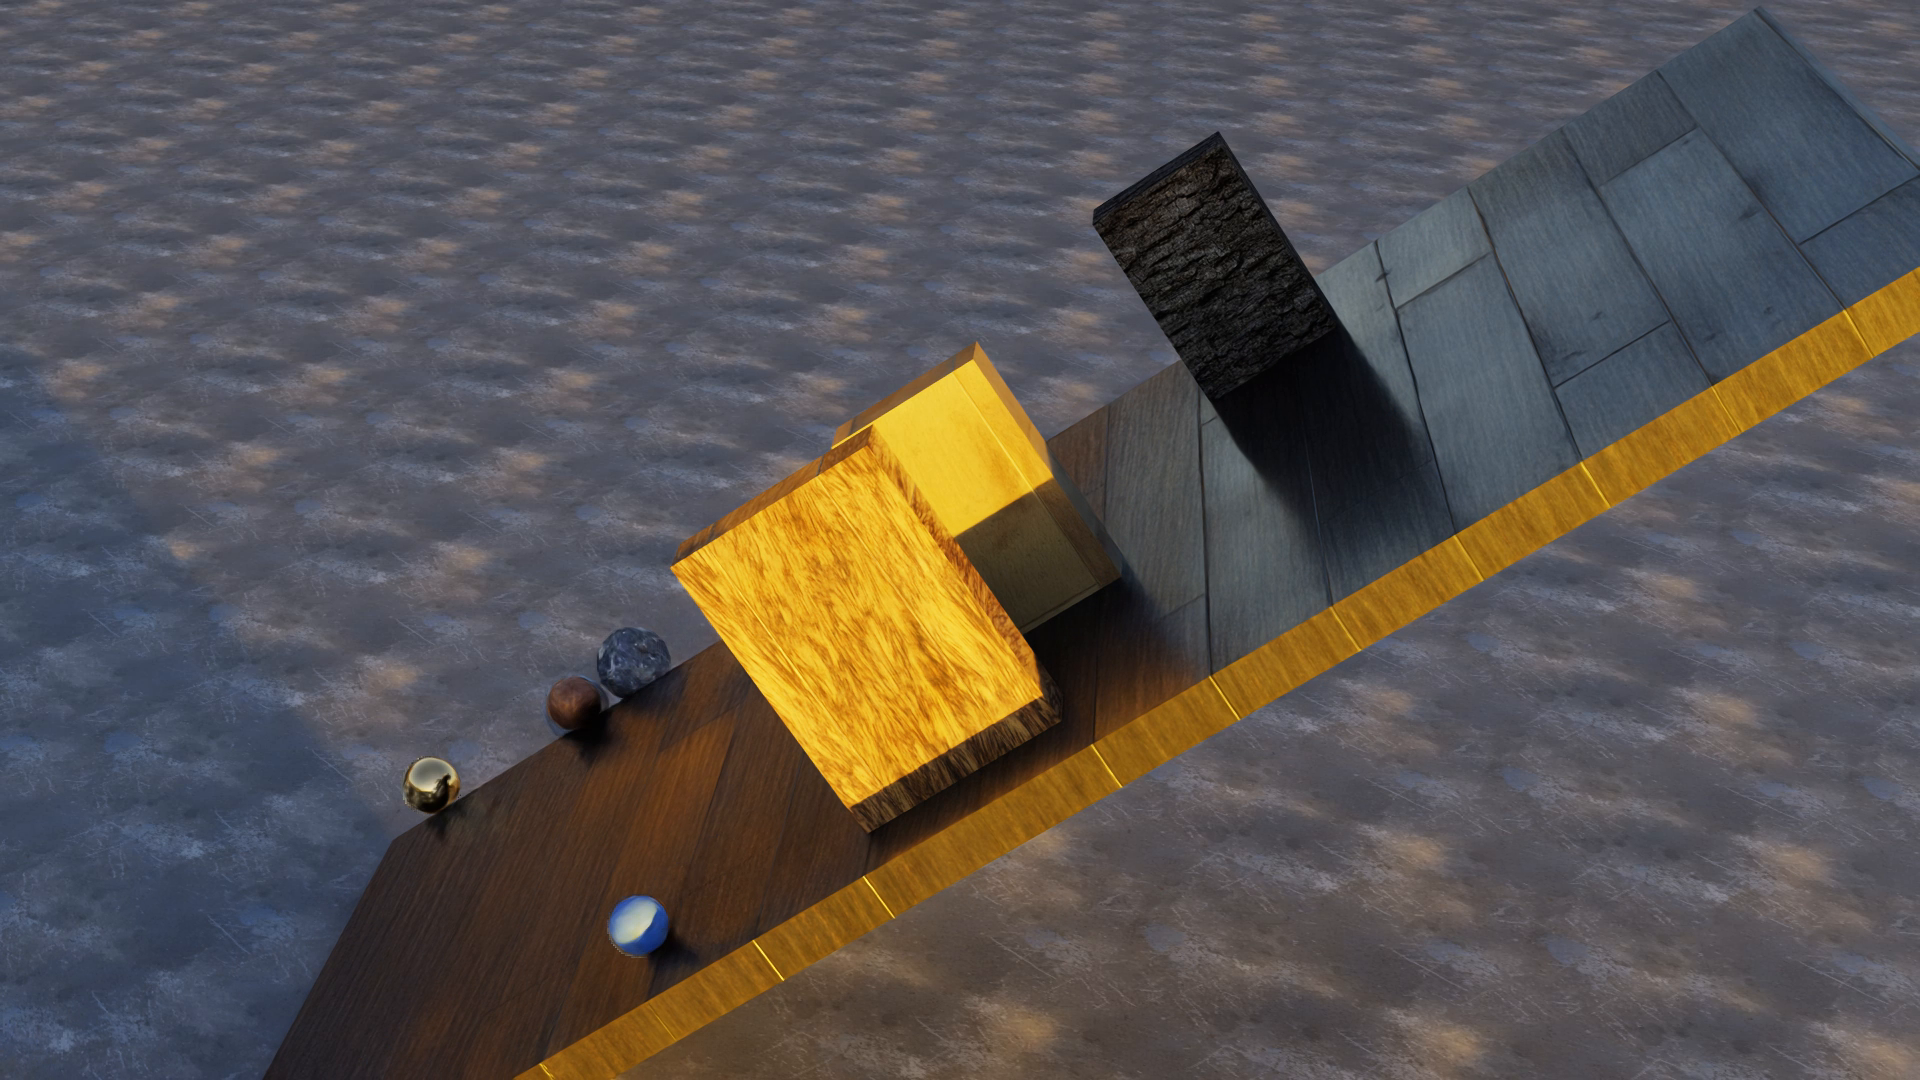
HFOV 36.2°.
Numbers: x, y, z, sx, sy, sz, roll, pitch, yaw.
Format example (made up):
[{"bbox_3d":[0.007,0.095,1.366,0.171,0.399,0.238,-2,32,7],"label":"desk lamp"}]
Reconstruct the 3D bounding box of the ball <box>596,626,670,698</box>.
[{"bbox_3d":[-0.845,0.320,7.616,0.191,0.191,0.191,0,21,0],"label":"ball"}]

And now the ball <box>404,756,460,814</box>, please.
[{"bbox_3d":[-1.382,0.641,7.697,0.148,0.148,0.148,0,21,0],"label":"ball"}]

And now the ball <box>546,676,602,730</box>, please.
[{"bbox_3d":[-0.983,0.416,7.491,0.138,0.138,0.138,0,21,0],"label":"ball"}]

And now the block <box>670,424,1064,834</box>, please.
[{"bbox_3d":[-0.169,0.173,5.519,0.443,0.644,0.125,-31,16,14],"label":"block"}]

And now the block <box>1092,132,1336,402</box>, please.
[{"bbox_3d":[0.573,-0.613,6.615,0.332,0.493,0.139,-31,16,14],"label":"block"}]

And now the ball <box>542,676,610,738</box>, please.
[{"bbox_3d":[-0.998,0.439,7.652,0.173,0.173,0.173,0,21,0],"label":"ball"}]

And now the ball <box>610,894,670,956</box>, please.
[{"bbox_3d":[-0.627,0.752,5.747,0.117,0.117,0.117,0,21,0],"label":"ball"}]

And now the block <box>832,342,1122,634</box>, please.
[{"bbox_3d":[0.039,-0.079,6.023,0.344,0.548,0.127,-31,16,14],"label":"block"}]

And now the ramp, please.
[{"bbox_3d":[0.139,0.171,6.298,4.000,0.100,2.000,-31,16,14],"label":"ramp"}]
